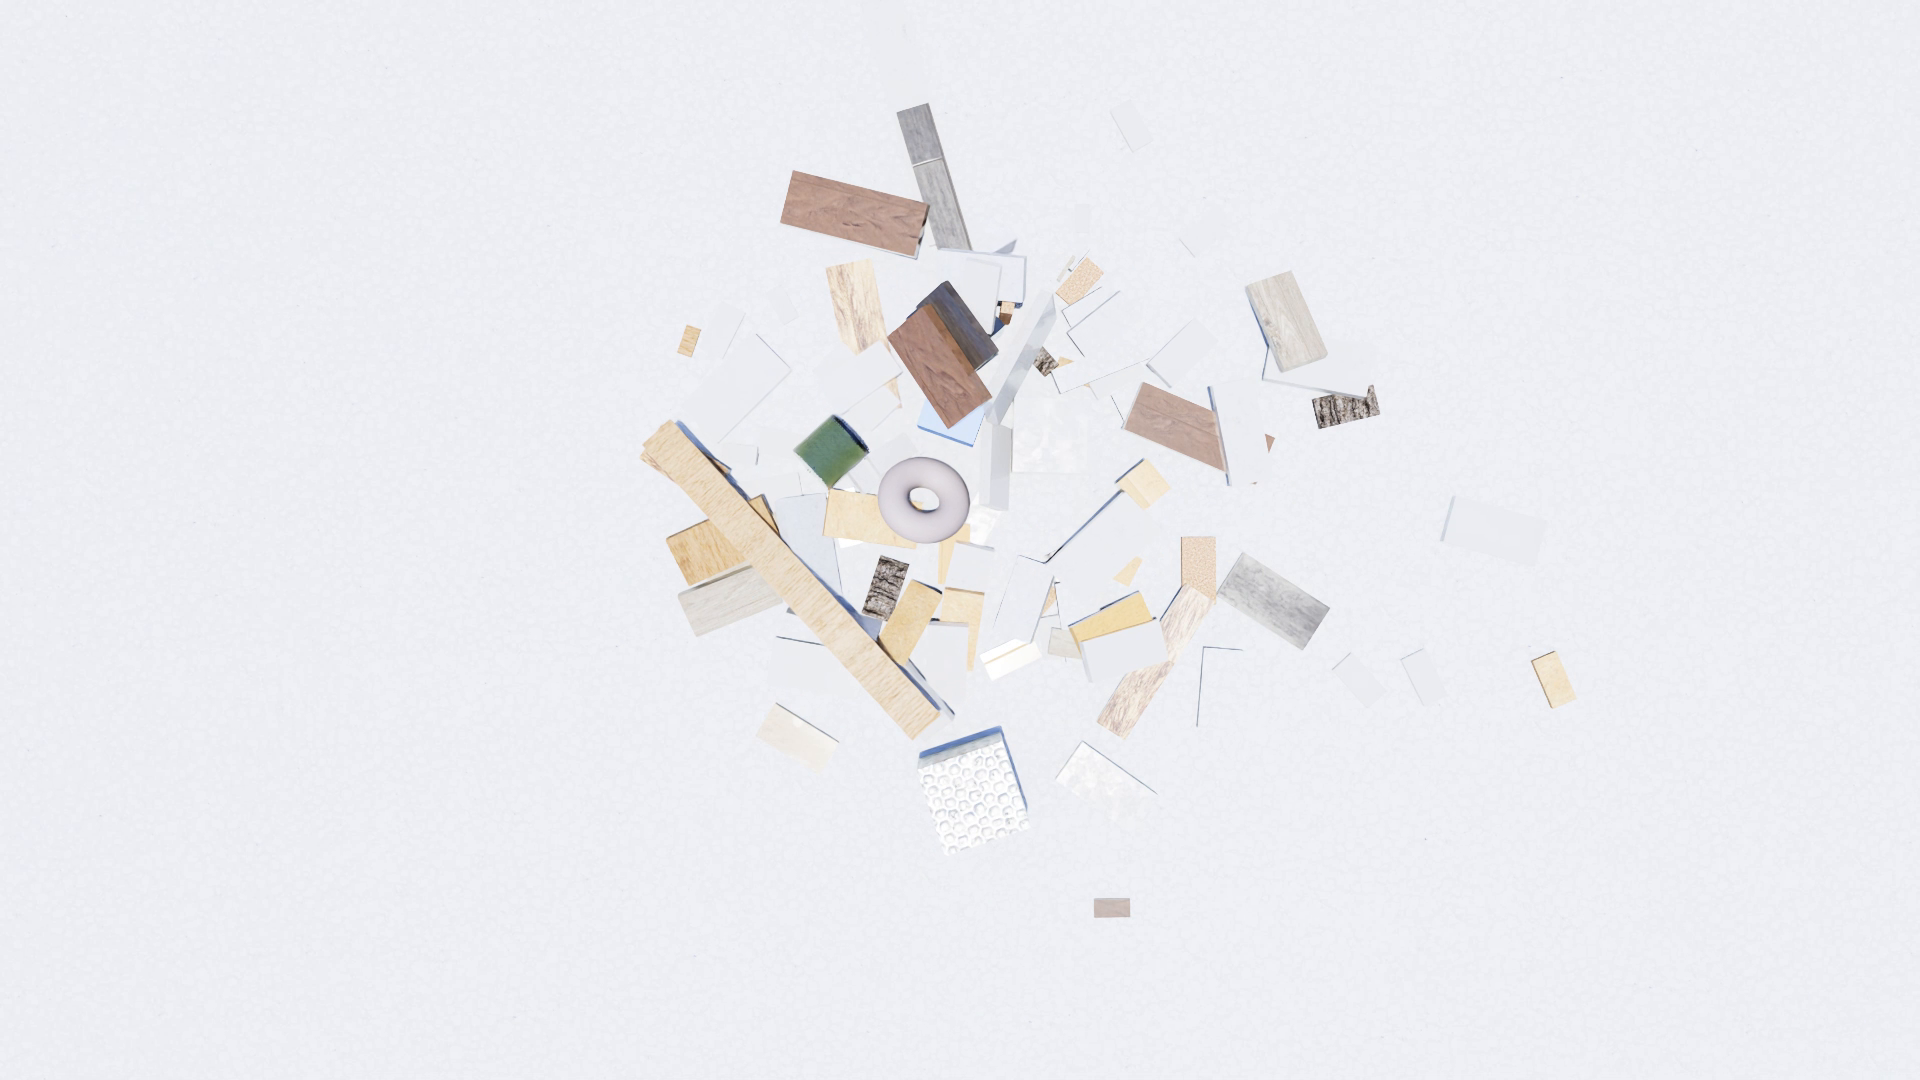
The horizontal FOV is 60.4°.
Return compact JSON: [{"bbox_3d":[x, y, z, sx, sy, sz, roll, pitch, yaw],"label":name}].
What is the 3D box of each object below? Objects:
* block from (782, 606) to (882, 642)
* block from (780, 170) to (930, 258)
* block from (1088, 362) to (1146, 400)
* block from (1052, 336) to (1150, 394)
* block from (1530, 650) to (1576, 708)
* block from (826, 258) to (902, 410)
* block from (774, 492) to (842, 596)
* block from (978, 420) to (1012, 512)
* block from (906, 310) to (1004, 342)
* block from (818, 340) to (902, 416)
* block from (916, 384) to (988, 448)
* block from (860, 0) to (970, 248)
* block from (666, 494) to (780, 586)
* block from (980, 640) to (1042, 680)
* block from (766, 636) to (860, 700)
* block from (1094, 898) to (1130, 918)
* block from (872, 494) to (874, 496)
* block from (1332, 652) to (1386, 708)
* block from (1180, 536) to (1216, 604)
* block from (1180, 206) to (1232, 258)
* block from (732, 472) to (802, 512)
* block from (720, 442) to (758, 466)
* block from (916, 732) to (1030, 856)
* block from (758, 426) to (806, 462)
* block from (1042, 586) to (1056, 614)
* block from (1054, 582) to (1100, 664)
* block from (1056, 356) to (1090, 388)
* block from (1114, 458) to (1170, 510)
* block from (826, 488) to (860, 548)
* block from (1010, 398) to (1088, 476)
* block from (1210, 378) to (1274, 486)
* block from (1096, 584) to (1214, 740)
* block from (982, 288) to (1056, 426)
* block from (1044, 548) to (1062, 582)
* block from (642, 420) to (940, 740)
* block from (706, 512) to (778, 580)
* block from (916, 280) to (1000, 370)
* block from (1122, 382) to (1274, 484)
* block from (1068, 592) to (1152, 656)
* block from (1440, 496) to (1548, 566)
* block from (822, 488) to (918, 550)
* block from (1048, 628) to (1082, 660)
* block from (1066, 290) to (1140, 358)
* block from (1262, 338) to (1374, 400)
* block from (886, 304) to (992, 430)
[{"bbox_3d":[-0.417,0.272,5.421,0.306,0.153,0.043,17,111,0],"label":"block"},{"bbox_3d":[-0.347,-1.074,5.438,0.466,0.050,0.178,15,95,7],"label":"block"},{"bbox_3d":[0.521,-0.538,5.481,0.185,0.018,0.064,-30,90,-6],"label":"block"},{"bbox_3d":[0.464,-0.580,5.457,0.323,0.023,0.081,-22,89,-6],"label":"block"},{"bbox_3d":[1.975,0.465,5.488,0.086,0.024,0.172,-23,90,0],"label":"block"},{"bbox_3d":[-0.319,-0.670,5.478,0.155,0.044,0.504,-12,90,0],"label":"block"},{"bbox_3d":[-0.498,0.027,5.425,0.172,0.049,0.345,-9,90,-41],"label":"block"},{"bbox_3d":[0.116,-0.242,5.410,0.039,0.138,0.276,-2,80,29],"label":"block"},{"bbox_3d":[-0.015,-0.697,5.387,0.226,0.226,0.226,-41,90,0],"label":"block"},{"bbox_3d":[-0.327,-0.531,5.399,0.249,0.035,0.125,-35,90,0],"label":"block"},{"bbox_3d":[-0.017,-0.431,5.403,0.194,0.194,0.194,20,90,0],"label":"block"},{"bbox_3d":[-0.218,-1.637,5.480,0.138,0.039,1.338,-16,90,0],"label":"block"},{"bbox_3d":[-0.770,0.001,5.407,0.345,0.049,0.172,-24,103,3],"label":"block"},{"bbox_3d":[0.170,0.385,5.487,0.184,0.026,0.092,-25,90,0],"label":"block"},{"bbox_3d":[-0.476,0.424,5.478,0.306,0.043,0.153,10,90,0],"label":"block"},{"bbox_3d":[0.506,1.225,5.491,0.121,0.017,0.061,-1,90,0],"label":"block"},{"bbox_3d":[-0.301,-0.102,5.493,0.050,0.014,0.099,-16,90,0],"label":"block"},{"bbox_3d":[1.328,0.467,5.488,0.086,0.024,0.172,-42,90,0],"label":"block"},{"bbox_3d":[0.793,0.103,5.484,0.112,0.032,0.225,0,90,0],"label":"block"},{"bbox_3d":[0.818,-1.024,5.488,0.163,0.023,0.081,-40,90,0],"label":"block"},{"bbox_3d":[-0.661,-0.133,5.481,0.274,0.039,0.137,-10,90,0],"label":"block"},{"bbox_3d":[-0.731,-0.286,5.478,0.121,0.017,0.061,8,90,13],"label":"block"},{"bbox_3d":[0.043,0.819,5.357,0.286,0.286,0.286,-19,90,0],"label":"block"},{"bbox_3d":[-0.585,-0.317,5.488,0.173,0.024,0.086,12,90,0],"label":"block"},{"bbox_3d":[0.264,0.210,5.490,0.071,0.020,0.141,43,90,0],"label":"block"},{"bbox_3d":[0.398,0.265,5.464,0.133,0.038,0.269,-9,96,-2],"label":"block"},{"bbox_3d":[0.382,-0.560,5.491,0.129,0.018,0.064,20,90,0],"label":"block"},{"bbox_3d":[0.602,-0.178,5.437,0.125,0.125,0.125,-40,90,0],"label":"block"},{"bbox_3d":[-0.373,-0.075,5.472,0.092,0.026,0.184,-15,93,-1],"label":"block"},{"bbox_3d":[0.289,-0.335,5.381,0.237,0.237,0.237,1,90,0],"label":"block"},{"bbox_3d":[0.926,-0.354,5.423,0.138,0.039,0.337,-12,93,-4],"label":"block"},{"bbox_3d":[0.646,0.403,5.466,0.113,0.032,0.548,32,94,0],"label":"block"},{"bbox_3d":[0.194,-0.592,5.354,0.044,0.156,0.441,22,71,17],"label":"block"},{"bbox_3d":[0.359,0.133,5.490,0.071,0.020,0.212,-28,90,0],"label":"block"},{"bbox_3d":[-0.545,0.127,5.329,0.125,0.035,1.294,-43,88,-2],"label":"block"},{"bbox_3d":[-0.719,0.022,5.459,0.300,0.039,0.137,-20,103,2],"label":"block"},{"bbox_3d":[-0.009,-0.668,5.214,0.138,0.039,0.276,-36,90,40],"label":"block"},{"bbox_3d":[0.788,-0.352,5.456,0.478,0.048,0.169,22,90,-5],"label":"block"},{"bbox_3d":[0.502,0.289,5.419,0.266,0.038,0.133,-26,96,-16],"label":"block"},{"bbox_3d":[1.771,-0.029,5.478,0.312,0.044,0.156,15,90,0],"label":"block"},{"bbox_3d":[-0.289,-0.068,5.445,0.311,0.044,0.155,8,88,-11],"label":"block"},{"bbox_3d":[0.382,0.347,5.440,0.173,0.024,0.086,9,95,-4],"label":"block"},{"bbox_3d":[0.475,-0.713,5.469,0.225,0.032,0.112,-38,106,0],"label":"block"},{"bbox_3d":[1.187,-0.582,5.459,0.338,0.048,0.169,11,84,3],"label":"block"},{"bbox_3d":[-0.066,-0.549,5.234,0.178,0.050,0.356,-35,88,36],"label":"block"}]
